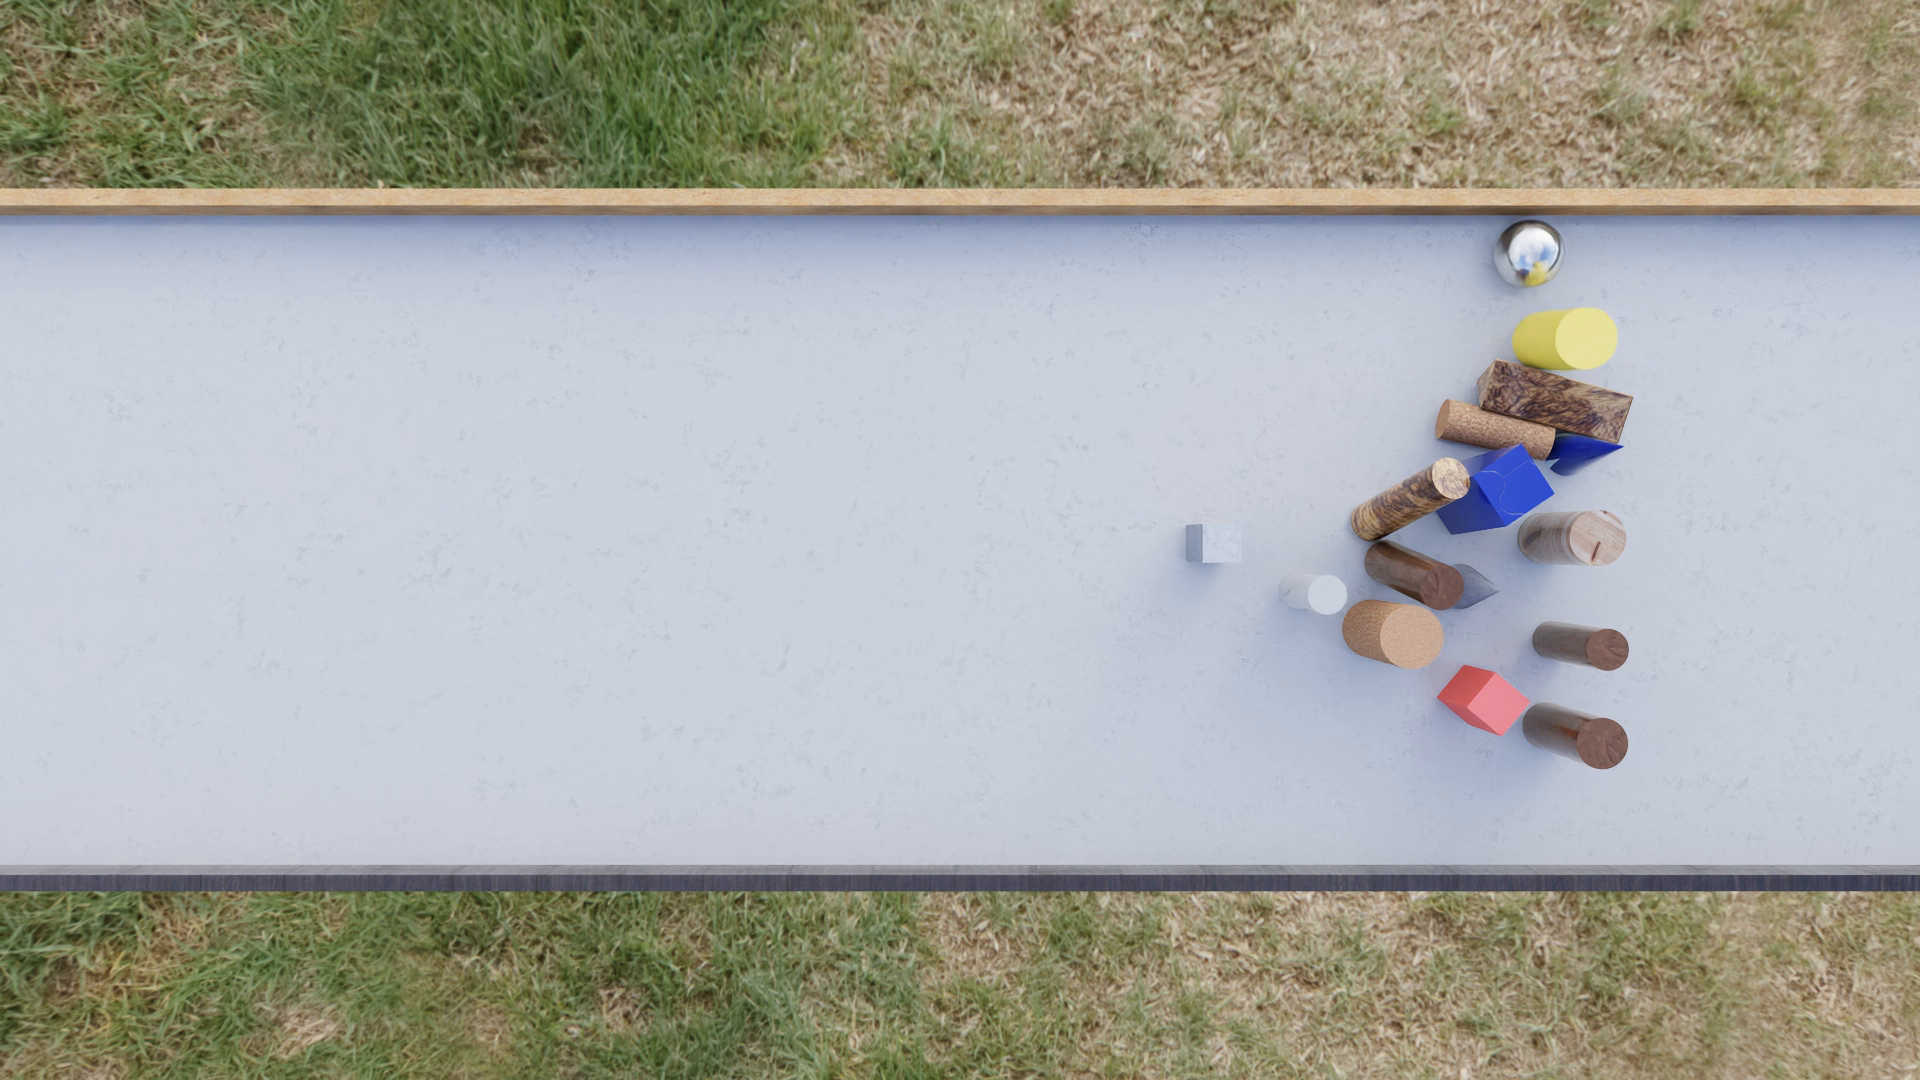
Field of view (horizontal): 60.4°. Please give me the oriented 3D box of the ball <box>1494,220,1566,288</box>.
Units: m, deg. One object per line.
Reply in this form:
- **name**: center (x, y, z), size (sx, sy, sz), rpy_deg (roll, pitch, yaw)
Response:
- **ball**: center (1.716, -0.864, 4.974), size (0.205, 0.205, 0.205), rpy_deg (0, 90, 0)

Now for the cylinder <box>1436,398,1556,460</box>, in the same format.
- **cylinder**: center (1.627, -0.335, 5.016), size (0.325, 0.122, 0.122), rpy_deg (12, 90, 0)

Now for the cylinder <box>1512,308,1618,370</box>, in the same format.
- **cylinder**: center (1.780, -0.592, 4.867), size (0.176, 0.401, 0.176), rpy_deg (0, 96, 2)

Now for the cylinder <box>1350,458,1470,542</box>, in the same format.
- **cylinder**: center (1.317, -0.114, 4.848), size (0.122, 0.445, 0.122), rpy_deg (5, 73, -16)

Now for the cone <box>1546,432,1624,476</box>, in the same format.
- **cone**: center (1.866, -0.263, 4.852), size (0.133, 0.449, 0.133), rpy_deg (0, 90, 0)

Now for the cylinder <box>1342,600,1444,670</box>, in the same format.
- **cylinder**: center (1.266, 0.273, 4.848), size (0.179, 0.457, 0.179), rpy_deg (0, 90, 0)

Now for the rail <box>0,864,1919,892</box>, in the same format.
- **rail**: center (-2.247, 1.025, 5.001), size (12.000, 0.150, 0.050), rpy_deg (0, 90, 0)

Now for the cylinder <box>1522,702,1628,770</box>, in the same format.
- **cylinder**: center (1.803, 0.572, 4.853), size (0.146, 0.447, 0.146), rpy_deg (0, 90, 0)

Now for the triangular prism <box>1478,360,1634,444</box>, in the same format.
- **triangular prism**: center (1.798, -0.438, 4.978), size (0.426, 0.149, 0.129), rpy_deg (15, 129, 0)

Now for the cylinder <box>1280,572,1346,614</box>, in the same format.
- **cylinder**: center (1.038, 0.155, 4.868), size (0.111, 0.418, 0.111), rpy_deg (0, 90, 0)

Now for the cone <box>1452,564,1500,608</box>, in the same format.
- **cone**: center (1.539, 0.143, 4.881), size (0.140, 0.391, 0.140), rpy_deg (0, 90, 0)

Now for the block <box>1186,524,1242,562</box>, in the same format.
- **block**: center (0.751, 0.009, 4.902), size (0.111, 0.349, 0.111), rpy_deg (0, 90, 0)

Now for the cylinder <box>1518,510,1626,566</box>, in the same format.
- **cylinder**: center (1.796, -0.005, 4.859), size (0.160, 0.435, 0.160), rpy_deg (0, 90, 0)

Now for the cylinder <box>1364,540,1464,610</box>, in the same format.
- **cylinder**: center (1.335, 0.100, 4.868), size (0.132, 0.398, 0.132), rpy_deg (-2, 101, -9)

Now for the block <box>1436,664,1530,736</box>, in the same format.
- **block**: center (1.560, 0.476, 4.925), size (0.132, 0.302, 0.132), rpy_deg (40, 90, 0)

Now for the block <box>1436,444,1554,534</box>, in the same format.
- **block**: center (1.546, -0.144, 4.856), size (0.170, 0.428, 0.170), rpy_deg (-33, 89, -5)

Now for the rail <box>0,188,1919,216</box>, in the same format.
- **rail**: center (-2.247, -1.025, 5.002), size (12.000, 0.150, 0.050), rpy_deg (0, 90, 0)

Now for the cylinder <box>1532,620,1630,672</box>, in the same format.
- **cylinder**: center (1.821, 0.309, 4.856), size (0.120, 0.441, 0.120), rpy_deg (0, 90, 0)
